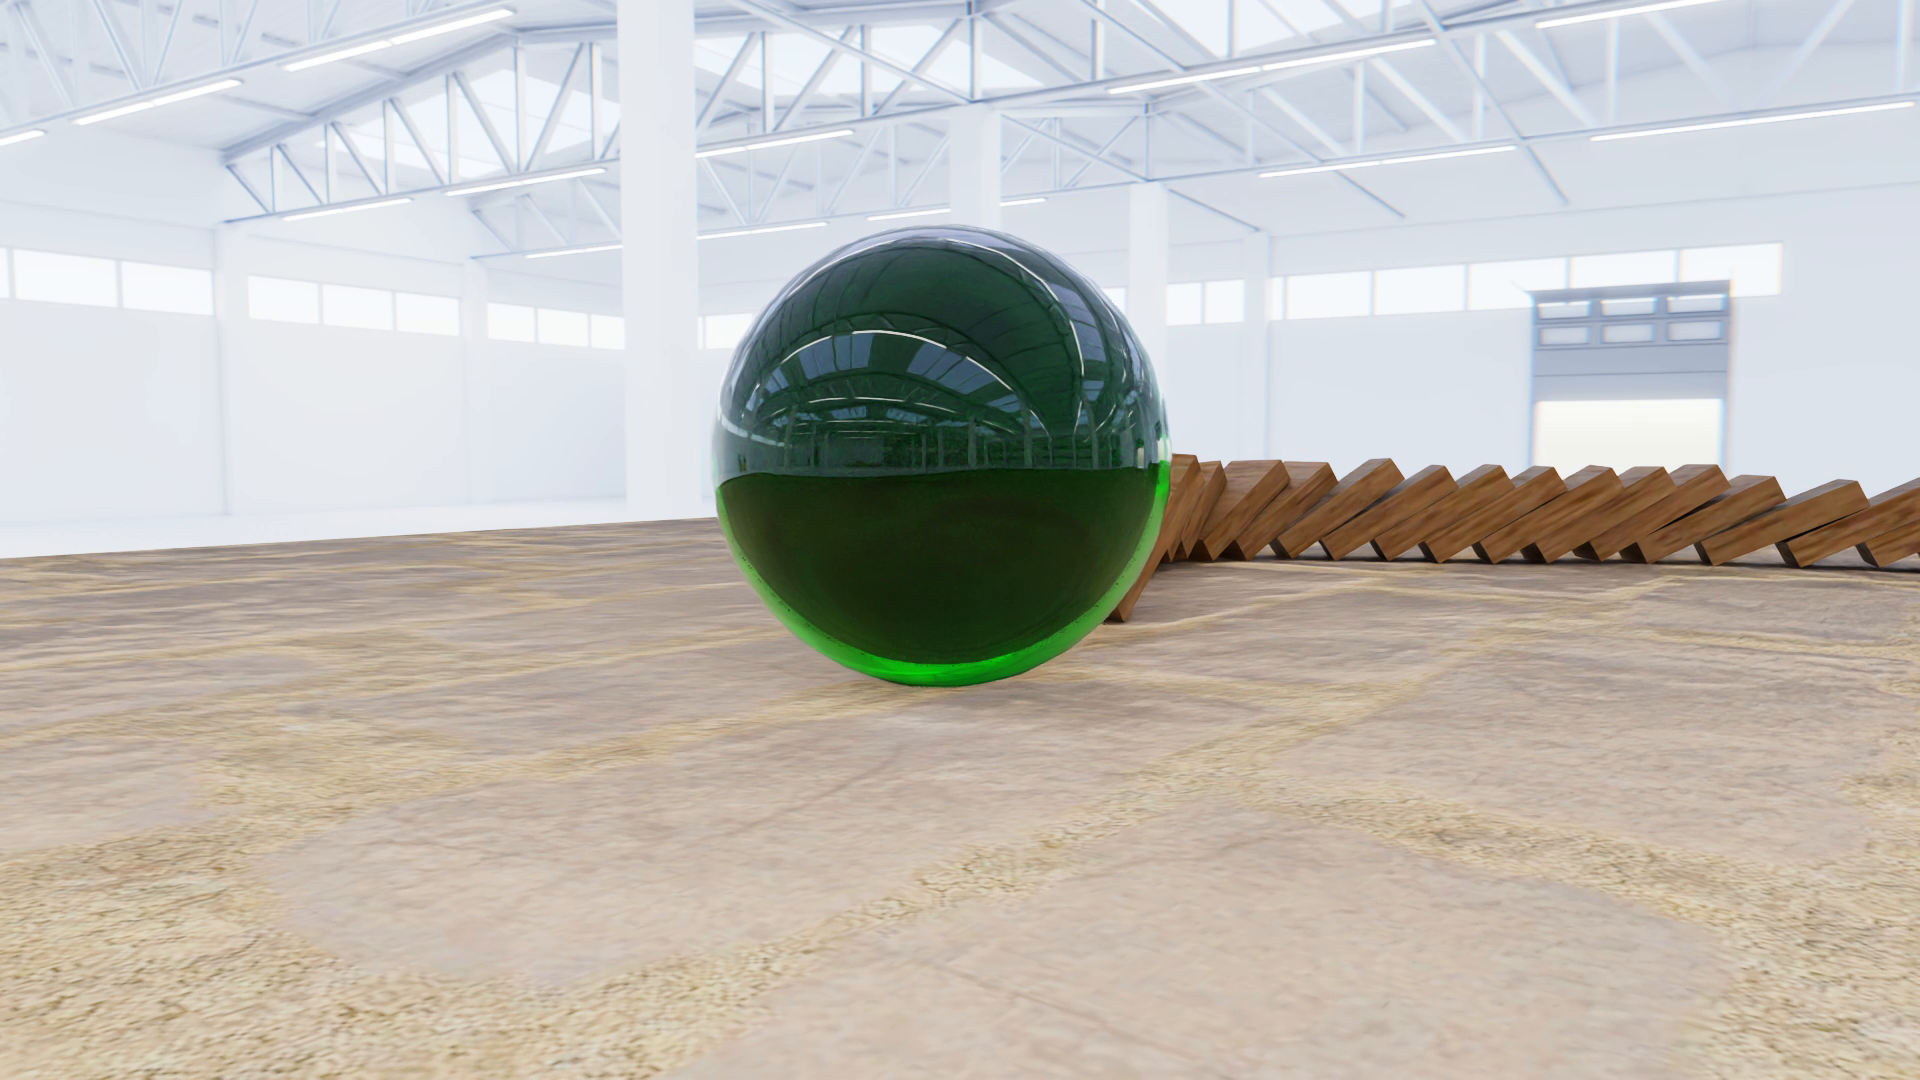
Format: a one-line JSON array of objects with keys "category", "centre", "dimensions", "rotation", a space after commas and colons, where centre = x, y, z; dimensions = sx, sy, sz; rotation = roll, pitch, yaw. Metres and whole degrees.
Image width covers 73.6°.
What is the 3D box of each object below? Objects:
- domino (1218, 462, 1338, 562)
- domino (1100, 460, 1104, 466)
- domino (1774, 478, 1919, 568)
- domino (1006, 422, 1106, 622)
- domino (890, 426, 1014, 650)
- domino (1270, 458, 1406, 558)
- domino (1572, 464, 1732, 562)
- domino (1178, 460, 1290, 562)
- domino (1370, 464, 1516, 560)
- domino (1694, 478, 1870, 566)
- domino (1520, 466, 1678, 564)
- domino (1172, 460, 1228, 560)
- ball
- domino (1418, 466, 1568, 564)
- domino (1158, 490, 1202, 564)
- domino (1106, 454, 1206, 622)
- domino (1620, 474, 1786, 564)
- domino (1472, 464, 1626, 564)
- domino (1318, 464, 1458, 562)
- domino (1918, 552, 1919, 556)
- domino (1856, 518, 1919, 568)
[{"category": "domino", "centre": [0.115, -0.011, 0.482], "dimensions": [0.050, 0.009, 0.025], "rotation": [-38, 18, -18]}, {"category": "domino", "centre": [0.033, -0.002, 0.347], "dimensions": [0.025, 0.009, 0.050], "rotation": [0, 42, 7]}, {"category": "domino", "centre": [0.308, -0.007, 0.438], "dimensions": [0.050, 0.009, 0.025], "rotation": [-29, -8, 21]}, {"category": "domino", "centre": [0.017, -0.005, 0.317], "dimensions": [0.025, 0.050, 0.009], "rotation": [3, -25, 36]}, {"category": "domino", "centre": [-0.001, -0.001, 0.274], "dimensions": [0.025, 0.050, 0.009], "rotation": [0, -31, 1]}, {"category": "domino", "centre": [0.139, -0.012, 0.478], "dimensions": [0.050, 0.009, 0.025], "rotation": [-35, 2, 2]}, {"category": "domino", "centre": [0.246, -0.010, 0.462], "dimensions": [0.050, 0.009, 0.025], "rotation": [-31, 0, 7]}, {"category": "domino", "centre": [0.098, -0.012, 0.477], "dimensions": [0.050, 0.010, 0.025], "rotation": [-42, 24, -26]}, {"category": "domino", "centre": [0.174, -0.010, 0.468], "dimensions": [0.050, 0.009, 0.025], "rotation": [-32, -1, 10]}, {"category": "domino", "centre": [0.285, -0.006, 0.449], "dimensions": [0.050, 0.009, 0.025], "rotation": [-26, -6, 21]}, {"category": "domino", "centre": [0.227, -0.009, 0.460], "dimensions": [0.050, 0.009, 0.025], "rotation": [-31, 0, 7]}, {"category": "domino", "centre": [0.078, -0.011, 0.470], "dimensions": [0.025, 0.009, 0.050], "rotation": [-4, 32, 33]}, {"category": "ball", "centre": [-0.003, -0.014, 0.224], "dimensions": [0.080, 0.080, 0.080], "rotation": [0, 4, 0]}, {"category": "domino", "centre": [0.191, -0.010, 0.464], "dimensions": [0.050, 0.009, 0.025], "rotation": [-32, -1, 10]}, {"category": "domino", "centre": [0.068, -0.010, 0.454], "dimensions": [0.025, 0.010, 0.050], "rotation": [-5, 32, 29]}, {"category": "domino", "centre": [0.040, -0.002, 0.323], "dimensions": [0.025, 0.009, 0.050], "rotation": [7, 48, 37]}, {"category": "domino", "centre": [0.264, -0.008, 0.460], "dimensions": [0.050, 0.009, 0.025], "rotation": [-27, 0, 9]}, {"category": "domino", "centre": [0.209, -0.009, 0.459], "dimensions": [0.050, 0.009, 0.025], "rotation": [-31, 0, 11]}, {"category": "domino", "centre": [0.156, -0.010, 0.473], "dimensions": [0.050, 0.010, 0.025], "rotation": [-32, -1, 10]}, {"category": "domino", "centre": [0.344, -0.003, 0.418], "dimensions": [0.050, 0.009, 0.025], "rotation": [-24, -6, 25]}, {"category": "domino", "centre": [0.328, -0.007, 0.426], "dimensions": [0.050, 0.009, 0.025], "rotation": [-29, -9, 24]}]
